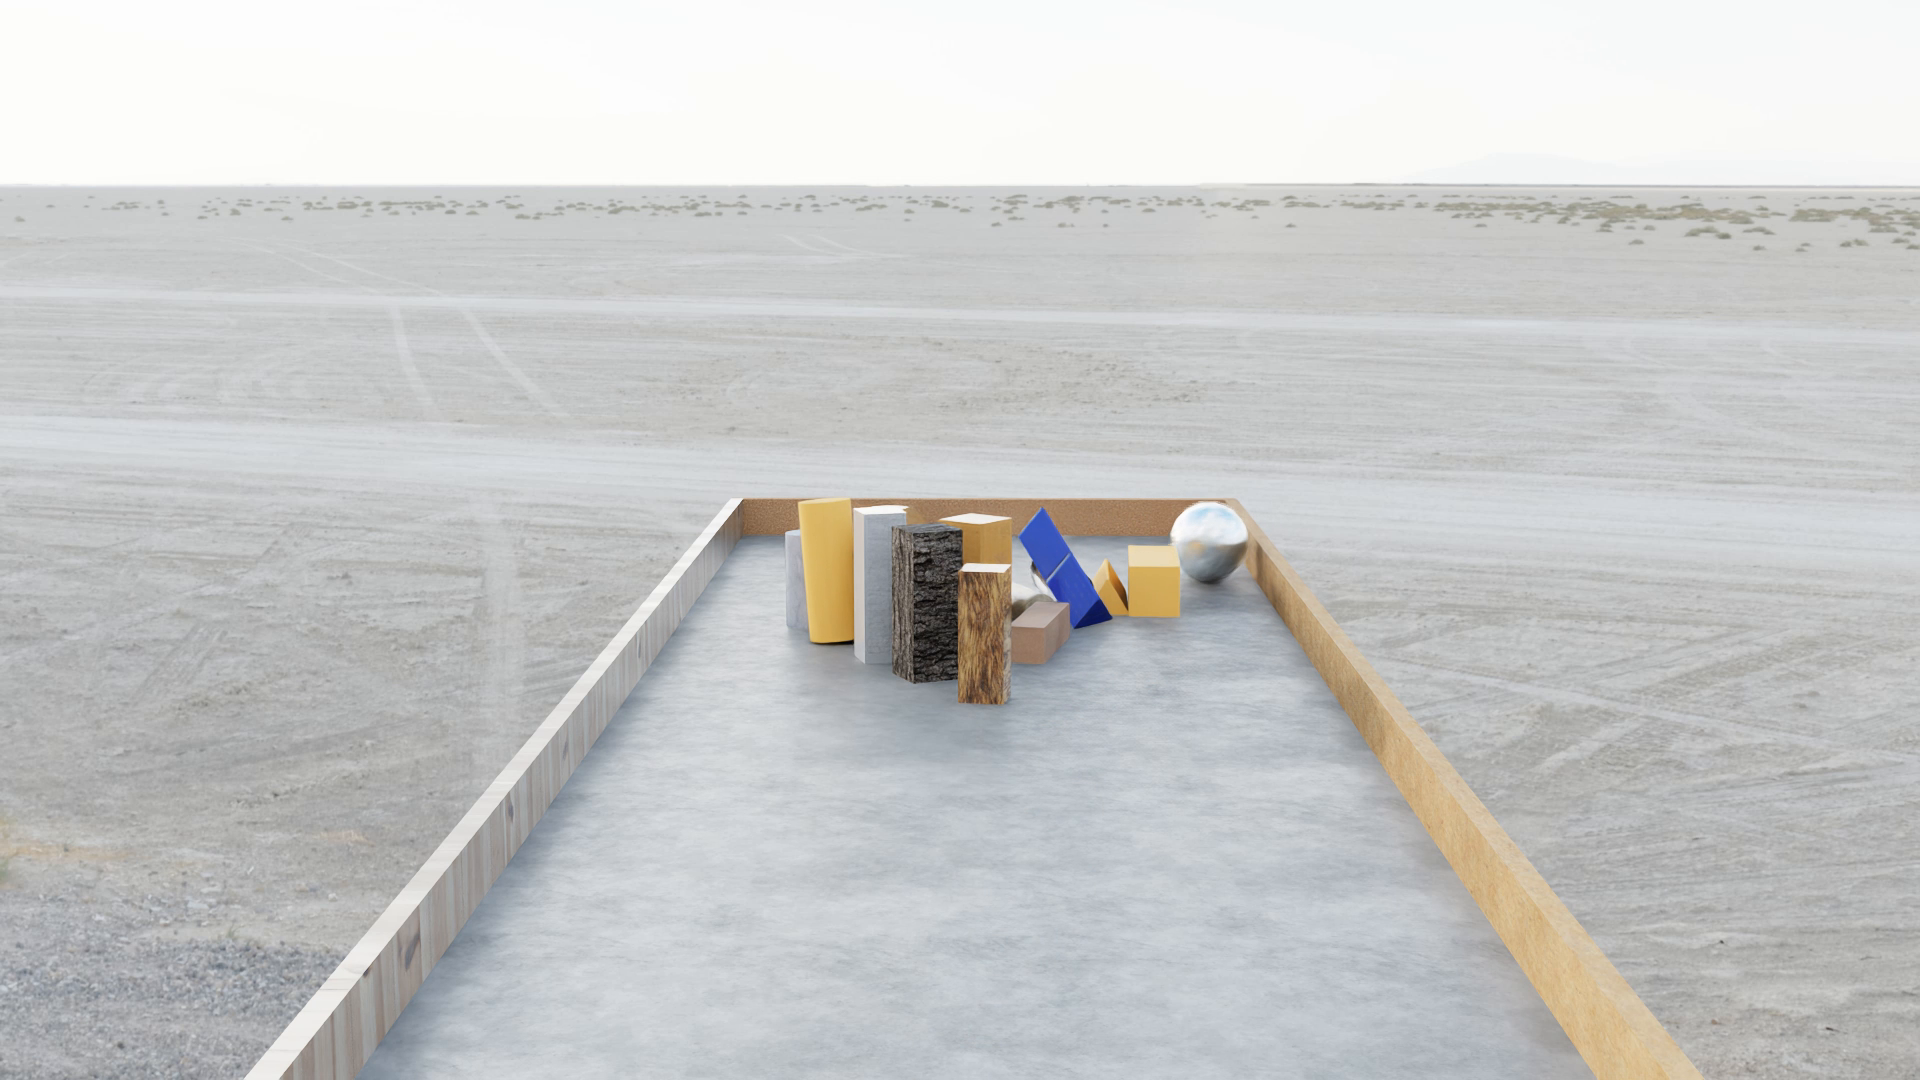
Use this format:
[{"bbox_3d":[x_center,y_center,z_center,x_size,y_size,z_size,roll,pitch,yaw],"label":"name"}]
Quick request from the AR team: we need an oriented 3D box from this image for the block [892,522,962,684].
[{"bbox_3d":[-0.096,0.183,6.446,0.158,0.441,0.158,-4,10,-25],"label":"block"}]

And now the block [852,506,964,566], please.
[{"bbox_3d":[-0.106,0.122,6.884,0.435,0.174,0.174,48,34,18],"label":"block"}]

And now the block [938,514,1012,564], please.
[{"bbox_3d":[0.050,0.108,7.184,0.172,0.358,0.172,7,11,37],"label":"block"}]

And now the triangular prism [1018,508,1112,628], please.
[{"bbox_3d":[0.355,0.082,7.279,0.141,0.122,0.435,-13,50,-21],"label":"triangular prism"}]

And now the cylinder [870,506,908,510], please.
[{"bbox_3d":[-0.231,0.090,7.194,0.147,0.390,0.147,0,9,0],"label":"cylinder"}]

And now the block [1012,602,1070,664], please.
[{"bbox_3d":[0.248,0.286,6.848,0.112,0.112,0.420,2,9,13],"label":"block"}]

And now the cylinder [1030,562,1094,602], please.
[{"bbox_3d":[0.350,0.143,7.588,0.163,0.163,0.442,-1,9,-5],"label":"cylinder"}]

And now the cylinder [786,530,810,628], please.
[{"bbox_3d":[-0.508,0.127,7.227,0.128,0.306,0.128,0,9,0],"label":"cylinder"}]

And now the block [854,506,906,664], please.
[{"bbox_3d":[-0.243,0.136,6.691,0.131,0.457,0.131,-3,9,-16],"label":"block"}]

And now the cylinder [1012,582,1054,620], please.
[{"bbox_3d":[0.180,0.204,7.345,0.118,0.118,0.424,-4,10,-23],"label":"cylinder"}]

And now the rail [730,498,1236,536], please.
[{"bbox_3d":[0.099,-0.098,9.147,2.100,0.150,0.050,0,9,1],"label":"rail"}]

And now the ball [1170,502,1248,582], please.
[{"bbox_3d":[0.910,0.007,8.044,0.288,0.288,0.288,0,9,0],"label":"ball"}]

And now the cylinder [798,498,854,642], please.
[{"bbox_3d":[-0.411,0.094,6.966,0.166,0.440,0.166,-5,5,0],"label":"cylinder"}]

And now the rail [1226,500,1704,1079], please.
[{"bbox_3d":[1.046,0.843,3.208,0.050,0.150,12.000,0,9,1],"label":"rail"}]

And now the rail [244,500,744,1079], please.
[{"bbox_3d":[-1.004,0.839,3.234,0.050,0.150,12.000,0,9,1],"label":"rail"}]

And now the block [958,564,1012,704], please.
[{"bbox_3d":[0.069,0.262,6.163,0.129,0.373,0.129,2,9,11],"label":"block"}]

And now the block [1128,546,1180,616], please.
[{"bbox_3d":[0.667,0.139,7.590,0.170,0.170,0.441,1,9,4],"label":"block"}]

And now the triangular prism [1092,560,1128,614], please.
[{"bbox_3d":[0.509,0.157,7.615,0.137,0.119,0.417,0,9,3],"label":"triangular prism"}]
